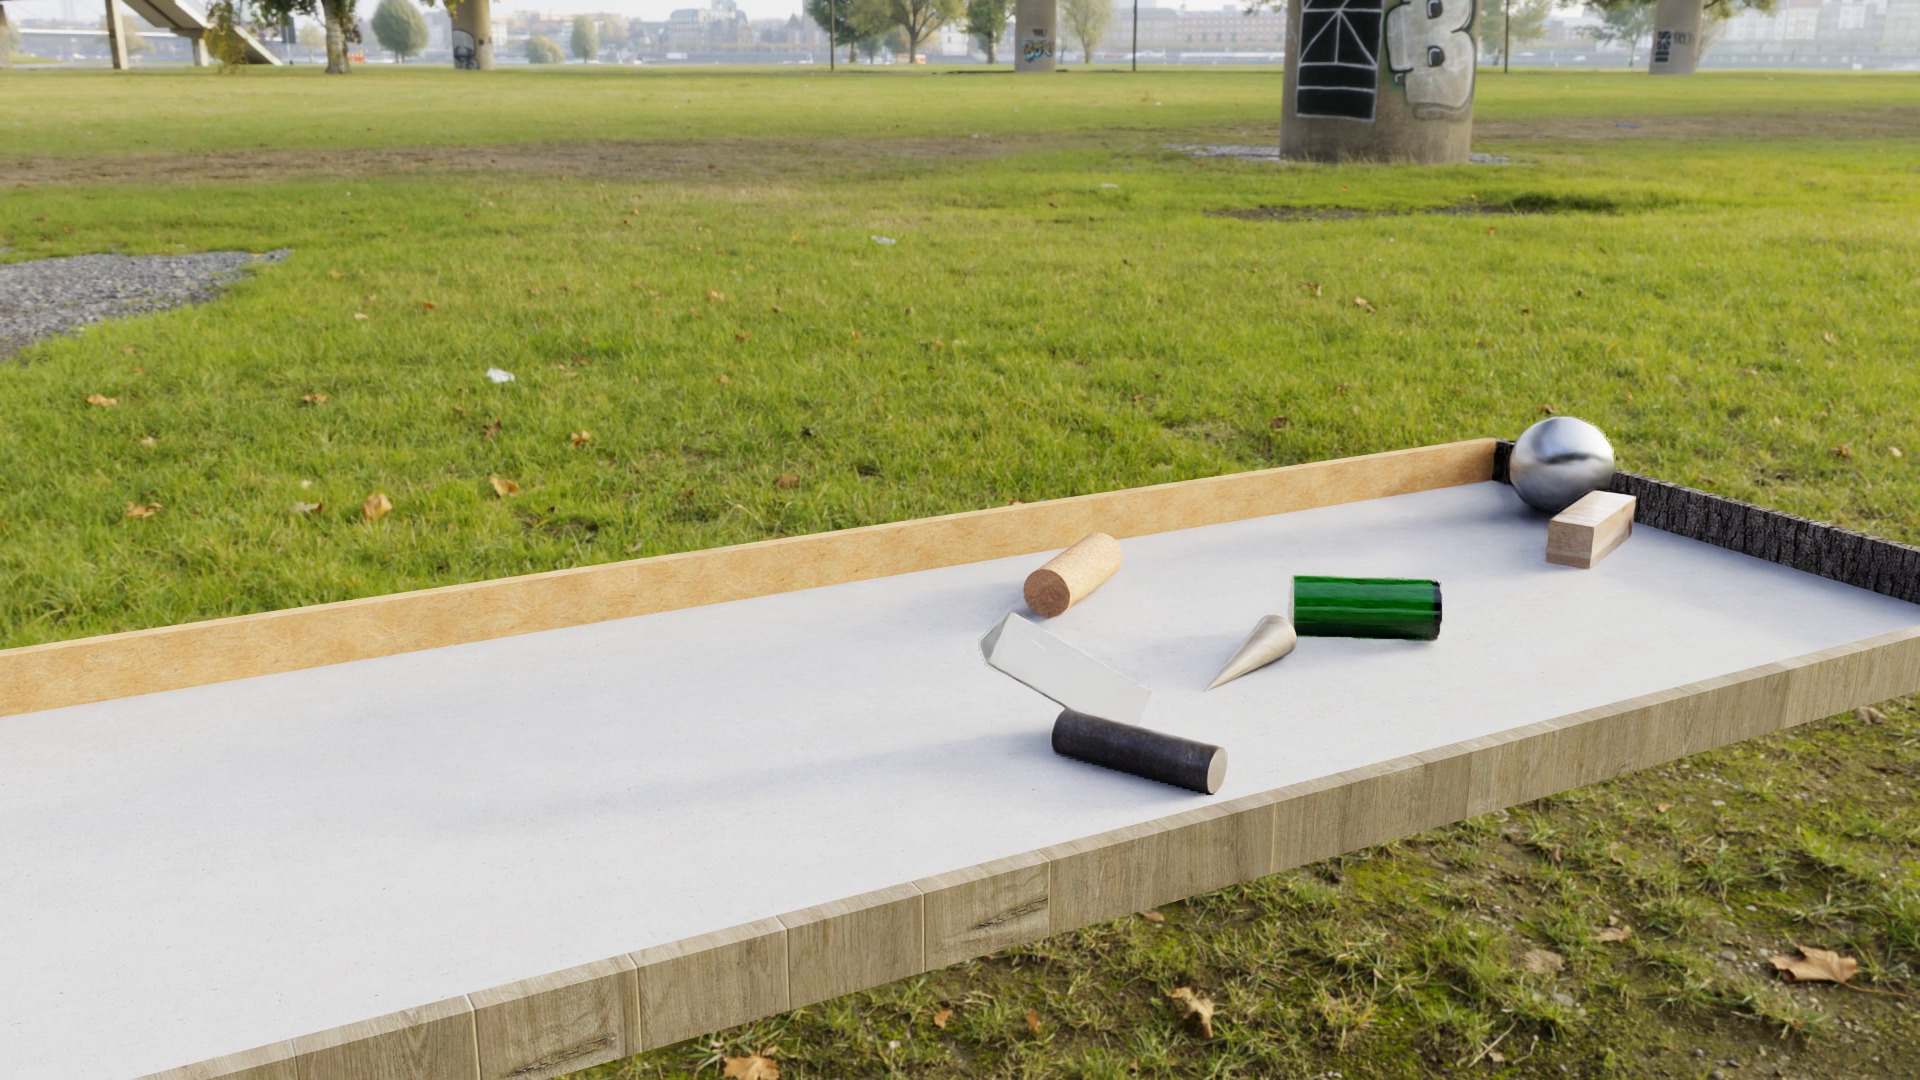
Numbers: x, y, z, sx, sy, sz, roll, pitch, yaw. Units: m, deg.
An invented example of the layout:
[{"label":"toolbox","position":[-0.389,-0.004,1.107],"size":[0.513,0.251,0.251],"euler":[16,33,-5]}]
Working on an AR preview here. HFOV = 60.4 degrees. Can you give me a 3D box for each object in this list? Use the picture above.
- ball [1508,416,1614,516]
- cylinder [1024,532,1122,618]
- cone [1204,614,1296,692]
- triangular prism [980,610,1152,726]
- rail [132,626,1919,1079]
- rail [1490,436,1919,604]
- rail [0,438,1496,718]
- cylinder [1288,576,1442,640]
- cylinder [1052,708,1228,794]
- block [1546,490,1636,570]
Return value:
[{"label":"ball","position":[2.040,-0.251,5.600],"size":[0.336,0.336,0.336],"euler":[0,16,0]},{"label":"cylinder","position":[0.331,0.097,4.773],"size":[0.142,0.142,0.409],"euler":[8,18,25]},{"label":"cone","position":[0.713,0.313,4.190],"size":[0.116,0.116,0.356],"euler":[14,30,39]},{"label":"triangular prism","position":[0.248,0.302,3.775],"size":[0.390,0.116,0.134],"euler":[30,11,-14]},{"label":"rail","position":[-2.336,1.006,1.665],"size":[12.000,0.150,0.050],"euler":[-9,18,-27]},{"label":"rail","position":[2.466,-0.048,5.253],"size":[0.050,0.150,2.100],"euler":[-9,18,-27]},{"label":"rail","position":[-3.305,0.497,3.399],"size":[12.000,0.150,0.050],"euler":[-9,18,-27]},{"label":"cylinder","position":[1.087,0.184,4.443],"size":[0.381,0.161,0.161],"euler":[2,16,6]},{"label":"cylinder","position":[0.390,0.460,3.613],"size":[0.381,0.100,0.100],"euler":[11,20,32]},{"label":"block","position":[2.007,-0.037,5.240],"size":[0.135,0.135,0.450],"euler":[12,20,35]}]
